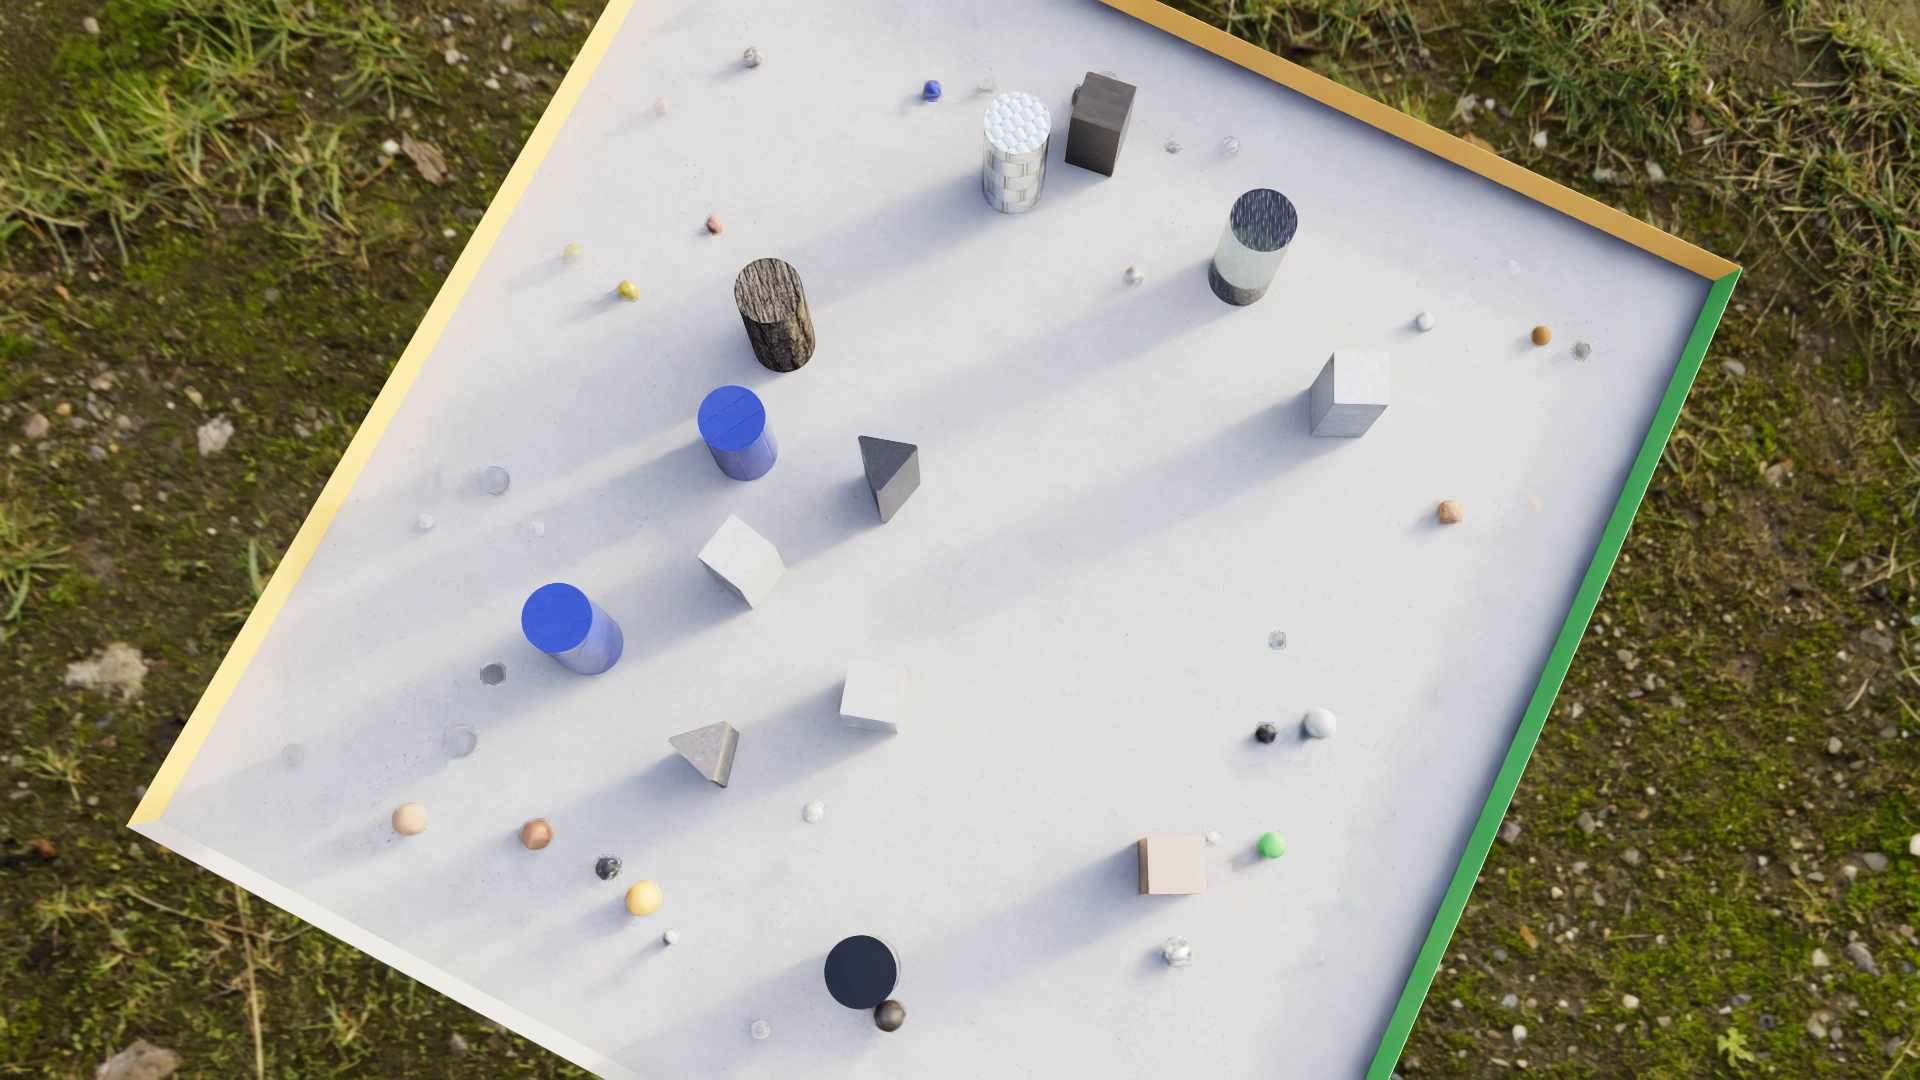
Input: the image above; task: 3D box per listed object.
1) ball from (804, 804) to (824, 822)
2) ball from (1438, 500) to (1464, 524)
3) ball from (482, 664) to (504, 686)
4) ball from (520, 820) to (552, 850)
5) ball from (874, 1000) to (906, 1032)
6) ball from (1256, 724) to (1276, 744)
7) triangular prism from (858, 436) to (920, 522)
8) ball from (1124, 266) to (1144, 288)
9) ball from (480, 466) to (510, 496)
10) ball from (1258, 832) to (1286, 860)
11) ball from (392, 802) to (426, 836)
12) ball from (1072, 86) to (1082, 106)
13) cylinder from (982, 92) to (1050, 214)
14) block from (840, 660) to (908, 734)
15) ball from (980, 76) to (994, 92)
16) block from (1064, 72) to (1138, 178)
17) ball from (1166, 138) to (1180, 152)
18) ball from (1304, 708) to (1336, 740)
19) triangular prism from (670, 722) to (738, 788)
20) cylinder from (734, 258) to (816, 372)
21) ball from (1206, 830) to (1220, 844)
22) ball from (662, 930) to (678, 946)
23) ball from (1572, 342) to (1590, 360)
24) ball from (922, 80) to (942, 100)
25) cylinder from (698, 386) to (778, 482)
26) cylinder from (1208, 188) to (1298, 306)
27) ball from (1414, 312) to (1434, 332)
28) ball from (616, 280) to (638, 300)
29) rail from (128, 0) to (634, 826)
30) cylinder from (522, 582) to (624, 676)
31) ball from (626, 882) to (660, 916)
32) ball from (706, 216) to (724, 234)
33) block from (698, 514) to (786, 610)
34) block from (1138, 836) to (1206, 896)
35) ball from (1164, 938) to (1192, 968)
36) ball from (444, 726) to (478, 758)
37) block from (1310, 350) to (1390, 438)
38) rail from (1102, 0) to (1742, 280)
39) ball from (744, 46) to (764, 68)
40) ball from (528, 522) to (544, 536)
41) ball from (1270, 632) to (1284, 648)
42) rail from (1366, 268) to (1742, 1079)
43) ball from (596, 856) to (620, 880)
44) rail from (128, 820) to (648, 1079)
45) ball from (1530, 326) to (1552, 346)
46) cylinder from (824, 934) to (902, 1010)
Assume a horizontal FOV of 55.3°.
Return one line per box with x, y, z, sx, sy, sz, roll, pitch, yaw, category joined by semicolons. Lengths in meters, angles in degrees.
-0.433;0.807;5.421;0.057;0.057;0.057;0;78;0;ball
1.498;-0.086;5.596;0.076;0.076;0.076;0;78;0;ball
-1.400;0.403;5.500;0.065;0.065;0.065;0;78;0;ball
-1.247;0.867;5.391;0.090;0.090;0.090;0;78;0;ball
-0.203;1.373;5.287;0.090;0.090;0.090;0;78;0;ball
0.914;0.577;5.466;0.061;0.061;0.061;0;78;0;ball
-0.233;-0.205;5.435;0.148;0.439;0.171;40;81;8;triangular prism
0.546;-0.826;5.754;0.066;0.066;0.066;0;78;0;ball
-1.422;-0.181;5.609;0.089;0.089;0.089;0;78;0;ball
0.917;0.899;5.390;0.079;0.079;0.079;0;78;0;ball
-1.624;0.823;5.397;0.097;0.097;0.097;0;78;0;ball
0.402;-1.408;5.861;0.093;0.093;0.093;0;78;0;ball
0.169;-1.179;5.619;0.198;0.474;0.198;0;78;0;cylinder
-0.249;0.461;5.356;0.158;0.323;0.158;10;78;2;block
0.088;-1.464;5.895;0.049;0.049;0.049;0;78;0;ball
0.436;-1.292;5.710;0.158;0.341;0.158;19;79;4;block
0.680;-1.262;5.857;0.041;0.041;0.041;0;78;0;ball
1.073;0.547;5.455;0.094;0.094;0.094;0;78;0;ball
-0.713;0.599;5.337;0.171;0.304;0.148;42;81;8;triangular prism
-0.551;-0.669;5.507;0.198;0.487;0.198;0;78;0;cylinder
0.746;0.878;5.414;0.041;0.041;0.041;0;78;0;ball
-0.848;1.164;5.352;0.047;0.047;0.047;0;78;0;ball
1.938;-0.590;5.711;0.054;0.054;0.054;0;78;0;ball
-0.087;-1.447;5.884;0.064;0.064;0.064;0;78;0;ball
-0.662;-0.316;5.492;0.198;0.371;0.198;0;78;0;cylinder
0.882;-0.881;5.556;0.198;0.475;0.198;0;78;0;cylinder
1.451;-0.682;5.727;0.061;0.061;0.061;0;78;0;ball
-1.044;-0.783;5.745;0.066;0.066;0.066;0;78;0;ball
-1.572;-0.763;5.708;0.045;0.128;3.689;26;80;5;rail
-1.118;0.264;5.316;0.198;0.481;0.198;0;78;0;cylinder
-0.927;1.048;5.349;0.099;0.099;0.099;0;78;0;ball
-0.773;-0.998;5.795;0.055;0.055;0.055;0;78;0;ball
-0.642;0.068;5.420;0.158;0.357;0.158;37;81;7;block
0.607;0.940;5.279;0.158;0.281;0.158;-1;78;0;block
0.634;1.201;5.326;0.083;0.083;0.083;0;78;0;ball
-1.483;0.601;5.442;0.098;0.098;0.098;0;78;0;ball
1.169;-0.435;5.516;0.158;0.373;0.158;2;78;0;block
0.814;-1.588;5.879;3.562;0.128;0.045;26;80;5;rail
-0.666;-1.557;5.906;0.065;0.065;0.065;0;78;0;ball
-1.293;-0.033;5.600;0.046;0.046;0.046;0;78;0;ball
0.956;0.303;5.530;0.046;0.046;0.046;0;78;0;ball
1.572;0.776;5.389;0.045;0.128;3.689;26;80;5;rail
-1.035;0.964;5.381;0.071;0.071;0.071;0;78;0;ball
-0.814;1.602;5.218;3.562;0.128;0.045;26;80;5;rail
1.814;-0.638;5.716;0.063;0.063;0.063;0;78;0;ball
-0.270;1.213;5.165;0.198;0.393;0.198;0;78;0;cylinder
